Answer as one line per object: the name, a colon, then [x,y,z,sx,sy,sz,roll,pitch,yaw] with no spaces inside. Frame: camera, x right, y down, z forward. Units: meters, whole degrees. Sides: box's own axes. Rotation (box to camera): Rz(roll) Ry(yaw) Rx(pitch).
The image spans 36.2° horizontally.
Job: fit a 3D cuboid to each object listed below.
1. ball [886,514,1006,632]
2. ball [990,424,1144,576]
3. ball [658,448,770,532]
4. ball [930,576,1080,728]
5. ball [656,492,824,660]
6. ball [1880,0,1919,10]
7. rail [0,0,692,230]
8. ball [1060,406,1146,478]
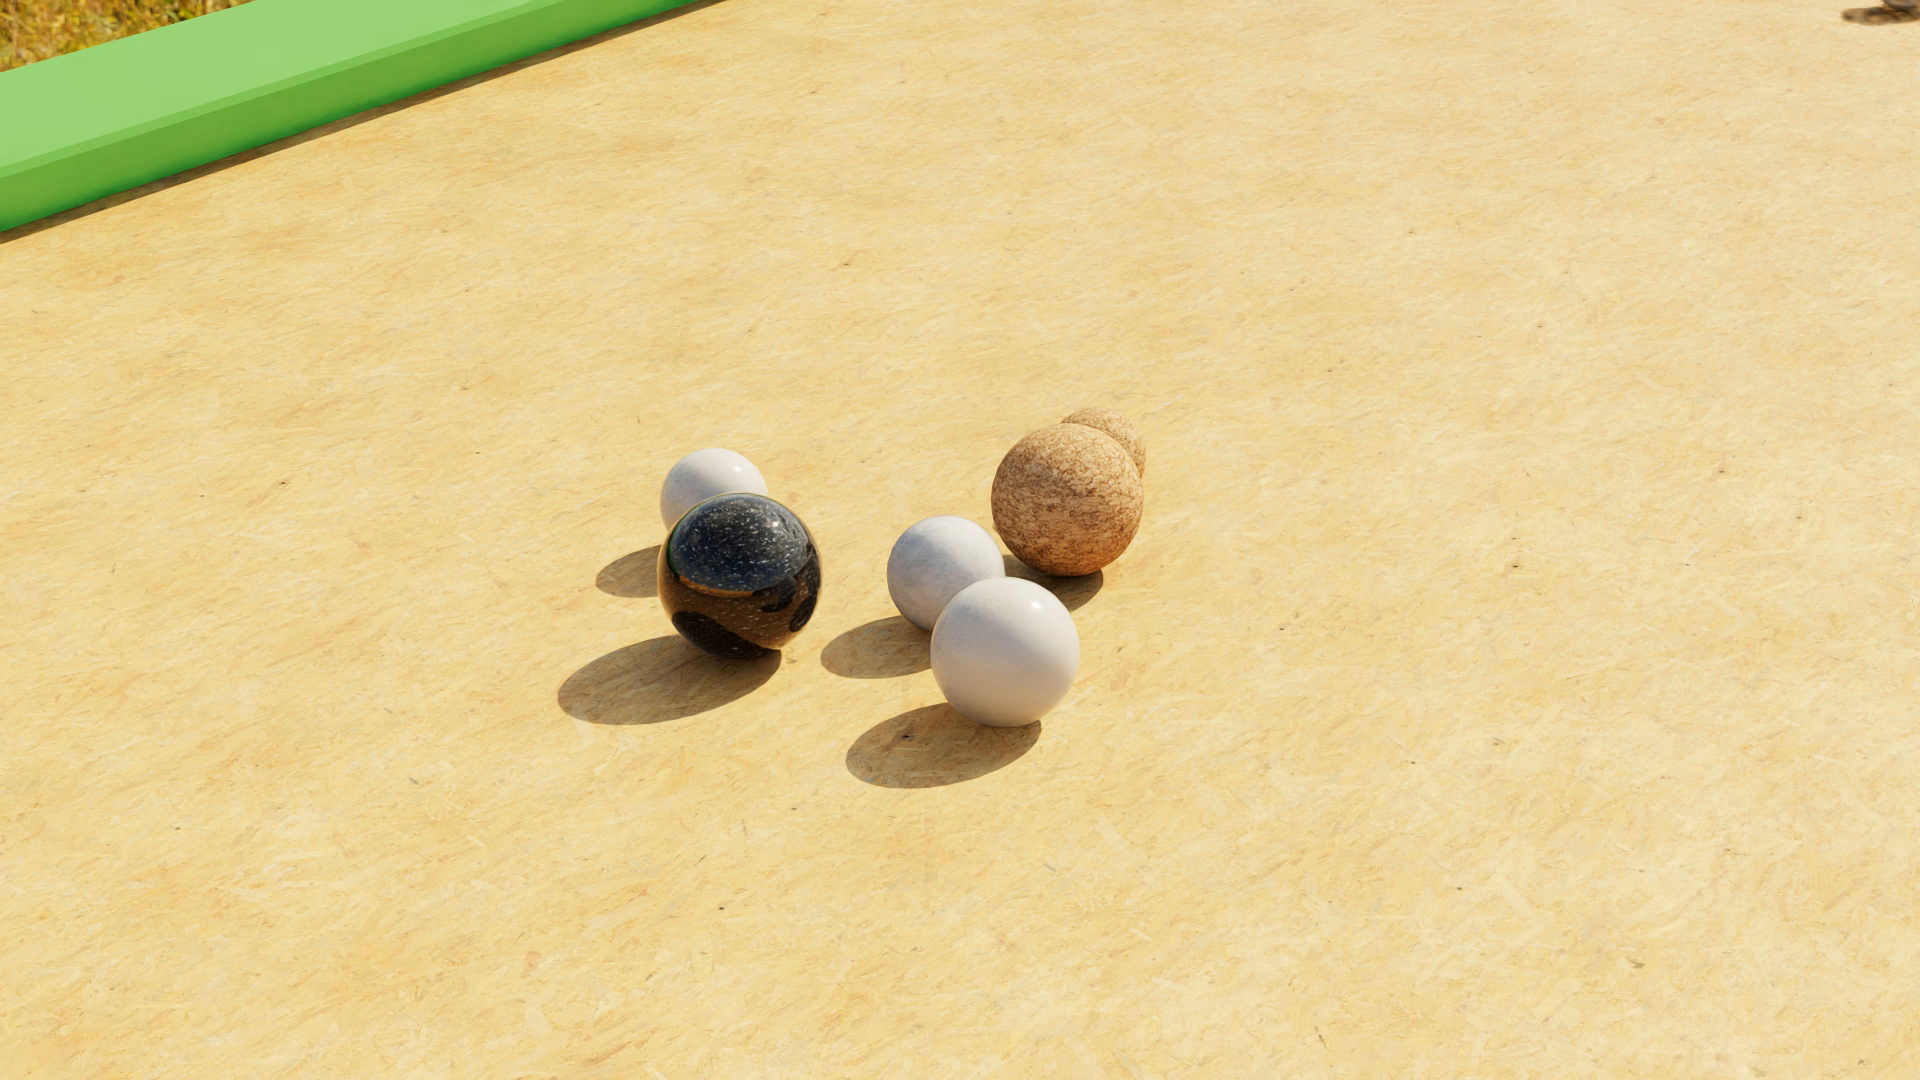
ball: [-0.009,0.021,1.778,0.072,0.072,0.072,0,25,0]
ball: [0.067,-0.025,1.847,0.096,0.096,0.096,0,25,0]
ball: [-0.157,-0.024,1.875,0.070,0.070,0.070,0,25,0]
ball: [0.026,0.064,1.670,0.086,0.086,0.086,0,25,0]
ball: [-0.130,0.021,1.745,0.100,0.100,0.100,0,25,0]
ball: [0.994,-0.593,3.090,0.072,0.072,0.072,0,25,0]
rail: [-0.319,-0.595,3.025,0.045,0.129,3.709,16,30,31]
ball: [0.090,-0.055,1.947,0.066,0.066,0.066,0,25,0]
